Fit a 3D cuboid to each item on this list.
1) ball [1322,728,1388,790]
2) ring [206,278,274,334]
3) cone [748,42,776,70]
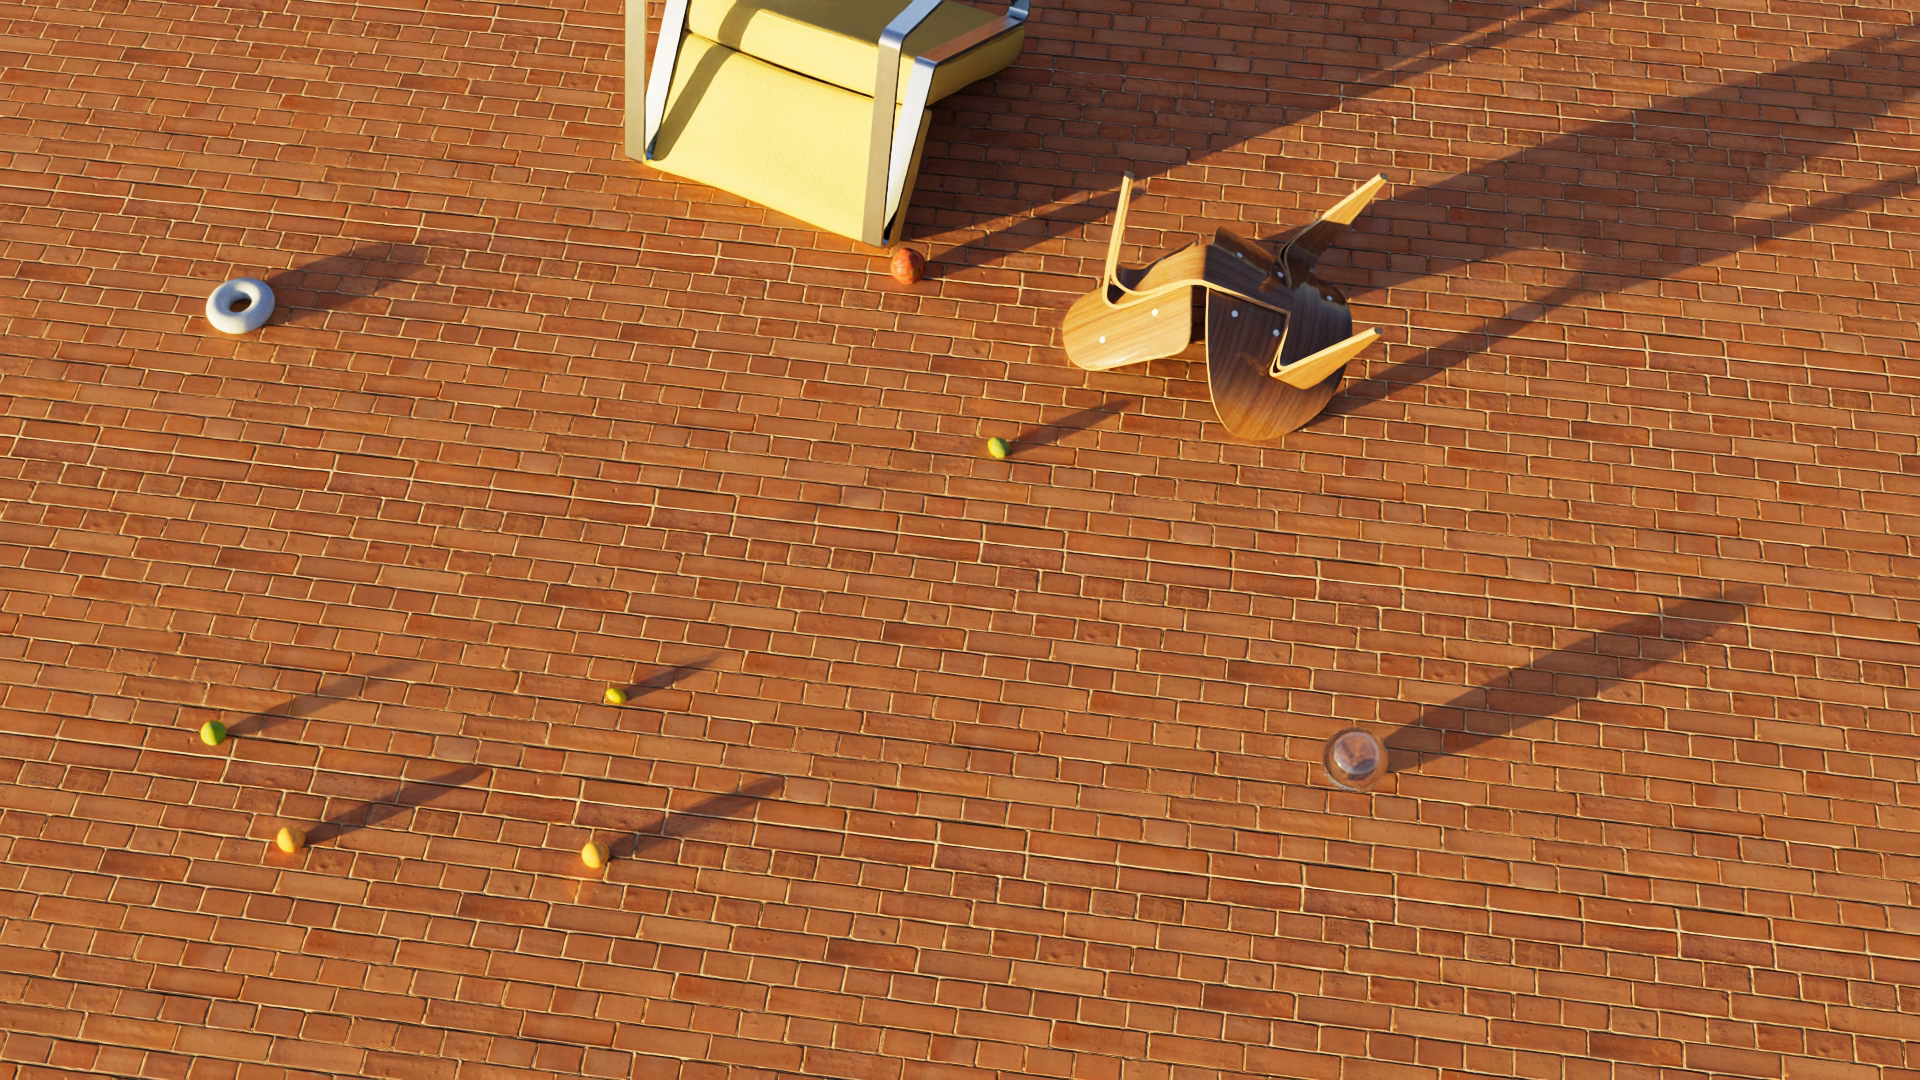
[{"bbox_3d":[1.089,0.604,6.064,0.175,0.175,0.175,0,56,0],"label":"ball"},{"bbox_3d":[-2.302,-0.751,7.039,0.217,0.066,0.217,29,62,19],"label":"ring"},{"bbox_3d":[-0.672,-1.700,7.691,0.114,0.083,0.091,42,40,13],"label":"cone"}]
